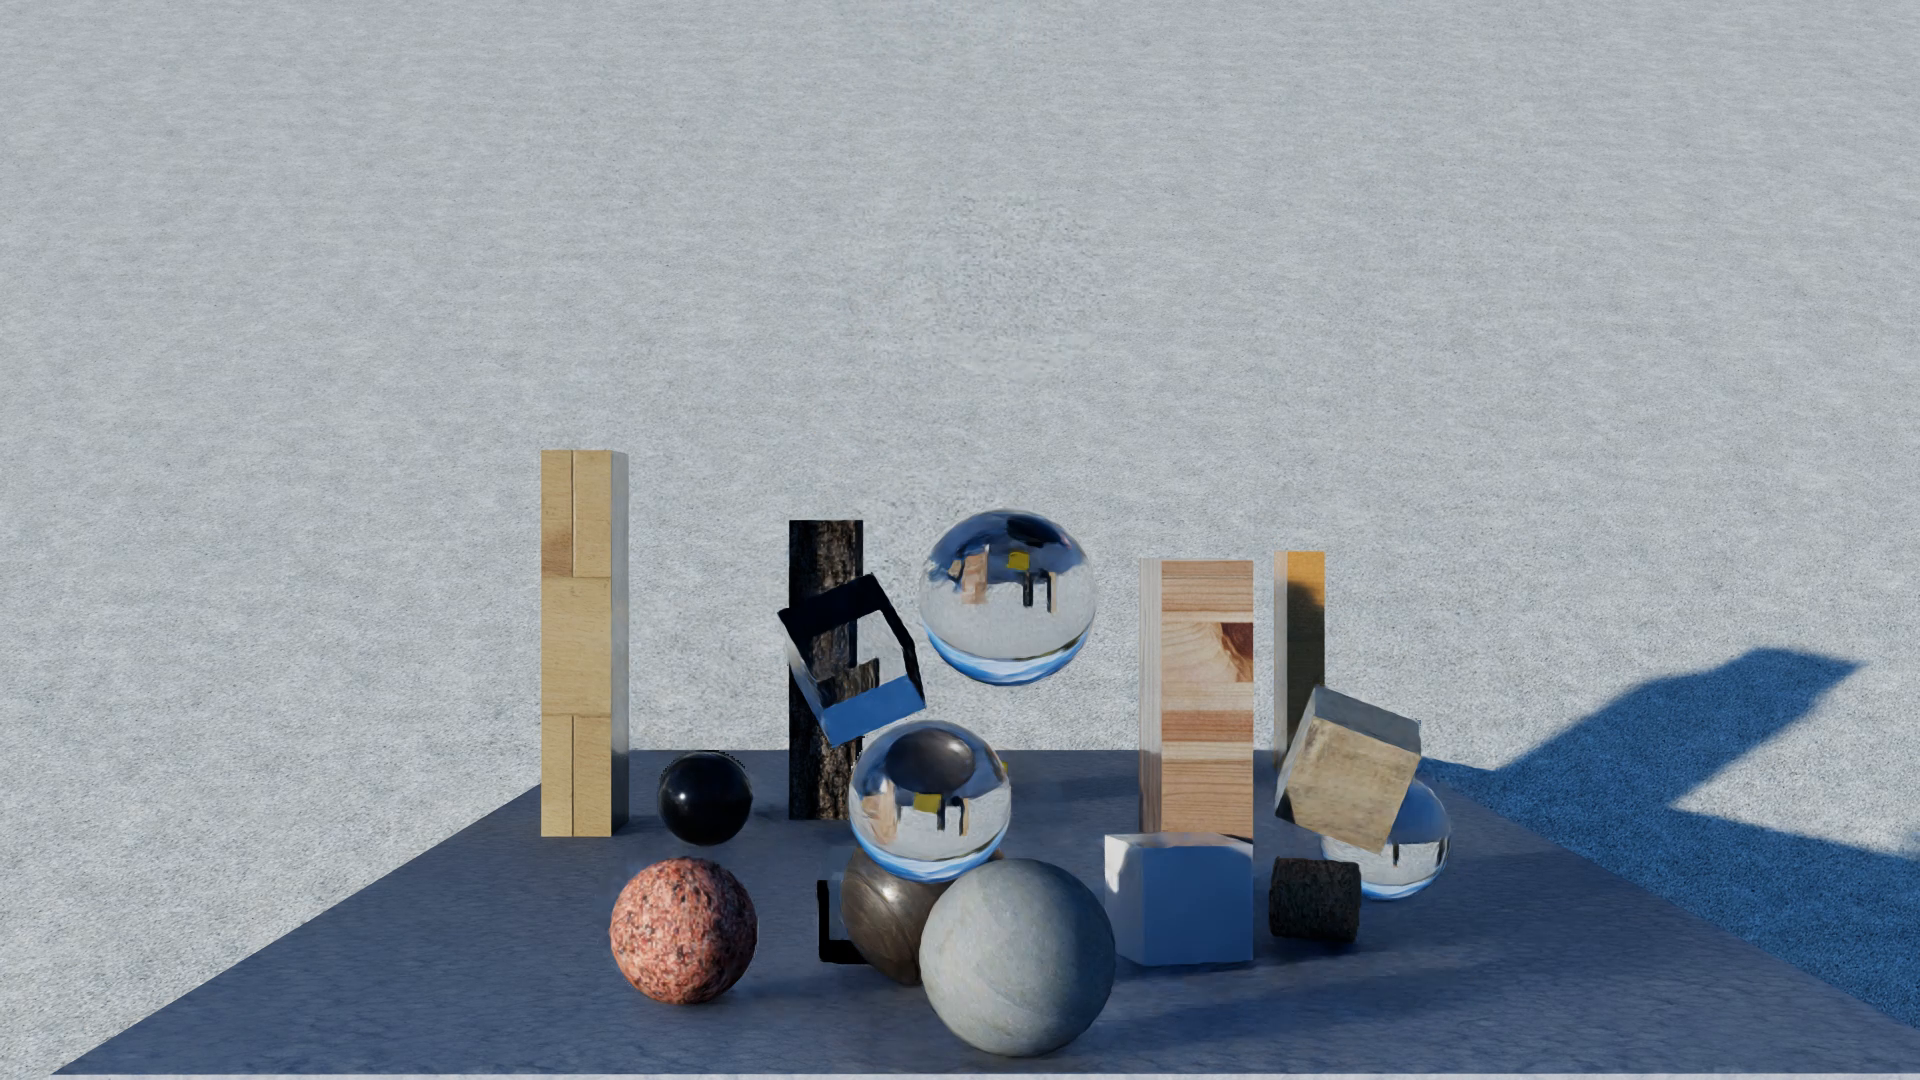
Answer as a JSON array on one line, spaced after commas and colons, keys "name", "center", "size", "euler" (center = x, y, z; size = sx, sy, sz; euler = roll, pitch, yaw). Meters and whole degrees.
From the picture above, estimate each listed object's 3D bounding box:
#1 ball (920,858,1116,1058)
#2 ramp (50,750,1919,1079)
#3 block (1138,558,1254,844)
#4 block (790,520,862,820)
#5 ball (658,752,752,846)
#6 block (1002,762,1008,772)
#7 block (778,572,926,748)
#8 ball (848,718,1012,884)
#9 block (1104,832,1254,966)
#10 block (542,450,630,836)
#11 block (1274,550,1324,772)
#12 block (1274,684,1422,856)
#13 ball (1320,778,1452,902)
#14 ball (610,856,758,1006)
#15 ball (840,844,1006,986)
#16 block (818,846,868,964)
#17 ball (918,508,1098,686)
[{"name": "ball", "center": [0.061, 0.442, 2.743], "size": [0.209, 0.209, 0.209], "euler": [0, 30, 0]}, {"name": "ramp", "center": [0.066, 0.593, 4.648], "size": [2.000, 0.100, 4.000], "euler": [0, 0, 0]}, {"name": "block", "center": [0.335, 0.286, 3.718], "size": [0.124, 0.517, 0.440], "euler": [0, 0, 0]}, {"name": "block", "center": [-0.268, 0.252, 5.212], "size": [0.129, 0.581, 0.370], "euler": [0, 0, 0]}, {"name": "ball", "center": [-0.453, 0.460, 4.596], "size": [0.168, 0.168, 0.168], "euler": [0, 30, 0]}, {"name": "block", "center": [-0.033, 0.418, 3.751], "size": [0.165, 0.165, 0.165], "euler": [11, 58, 0]}, {"name": "block", "center": [-0.182, 0.203, 4.378], "size": [0.176, 0.176, 0.176], "euler": [-23, 49, -12]}, {"name": "ball", "center": [-0.033, 0.283, 2.801], "size": [0.178, 0.178, 0.178], "euler": [0, 30, 0]}, {"name": "block", "center": [0.287, 0.470, 3.406], "size": [0.151, 0.151, 0.151], "euler": [0, 0, -16]}, {"name": "block", "center": [-0.704, 0.189, 4.872], "size": [0.128, 0.709, 0.259], "euler": [0, 0, 0]}, {"name": "block", "center": [0.784, 0.283, 5.985], "size": [0.085, 0.514, 0.245], "euler": [0, 0, 0]}, {"name": "block", "center": [0.539, 0.318, 3.600], "size": [0.154, 0.154, 0.154], "euler": [20, 15, 3]}, {"name": "ball", "center": [0.642, 0.447, 3.900], "size": [0.195, 0.195, 0.195], "euler": [0, 30, 0]}, {"name": "ball", "center": [-0.325, 0.460, 3.046], "size": [0.173, 0.173, 0.173], "euler": [0, 30, 0]}, {"name": "ball", "center": [-0.038, 0.428, 3.095], "size": [0.209, 0.209, 0.209], "euler": [0, 30, 0]}, {"name": "block", "center": [-0.114, 0.461, 3.271], "size": [0.112, 0.112, 0.112], "euler": [1, 15, 7]}, {"name": "ball", "center": [0.046, 0.055, 2.479], "size": [0.172, 0.172, 0.172], "euler": [0, 30, 0]}]
